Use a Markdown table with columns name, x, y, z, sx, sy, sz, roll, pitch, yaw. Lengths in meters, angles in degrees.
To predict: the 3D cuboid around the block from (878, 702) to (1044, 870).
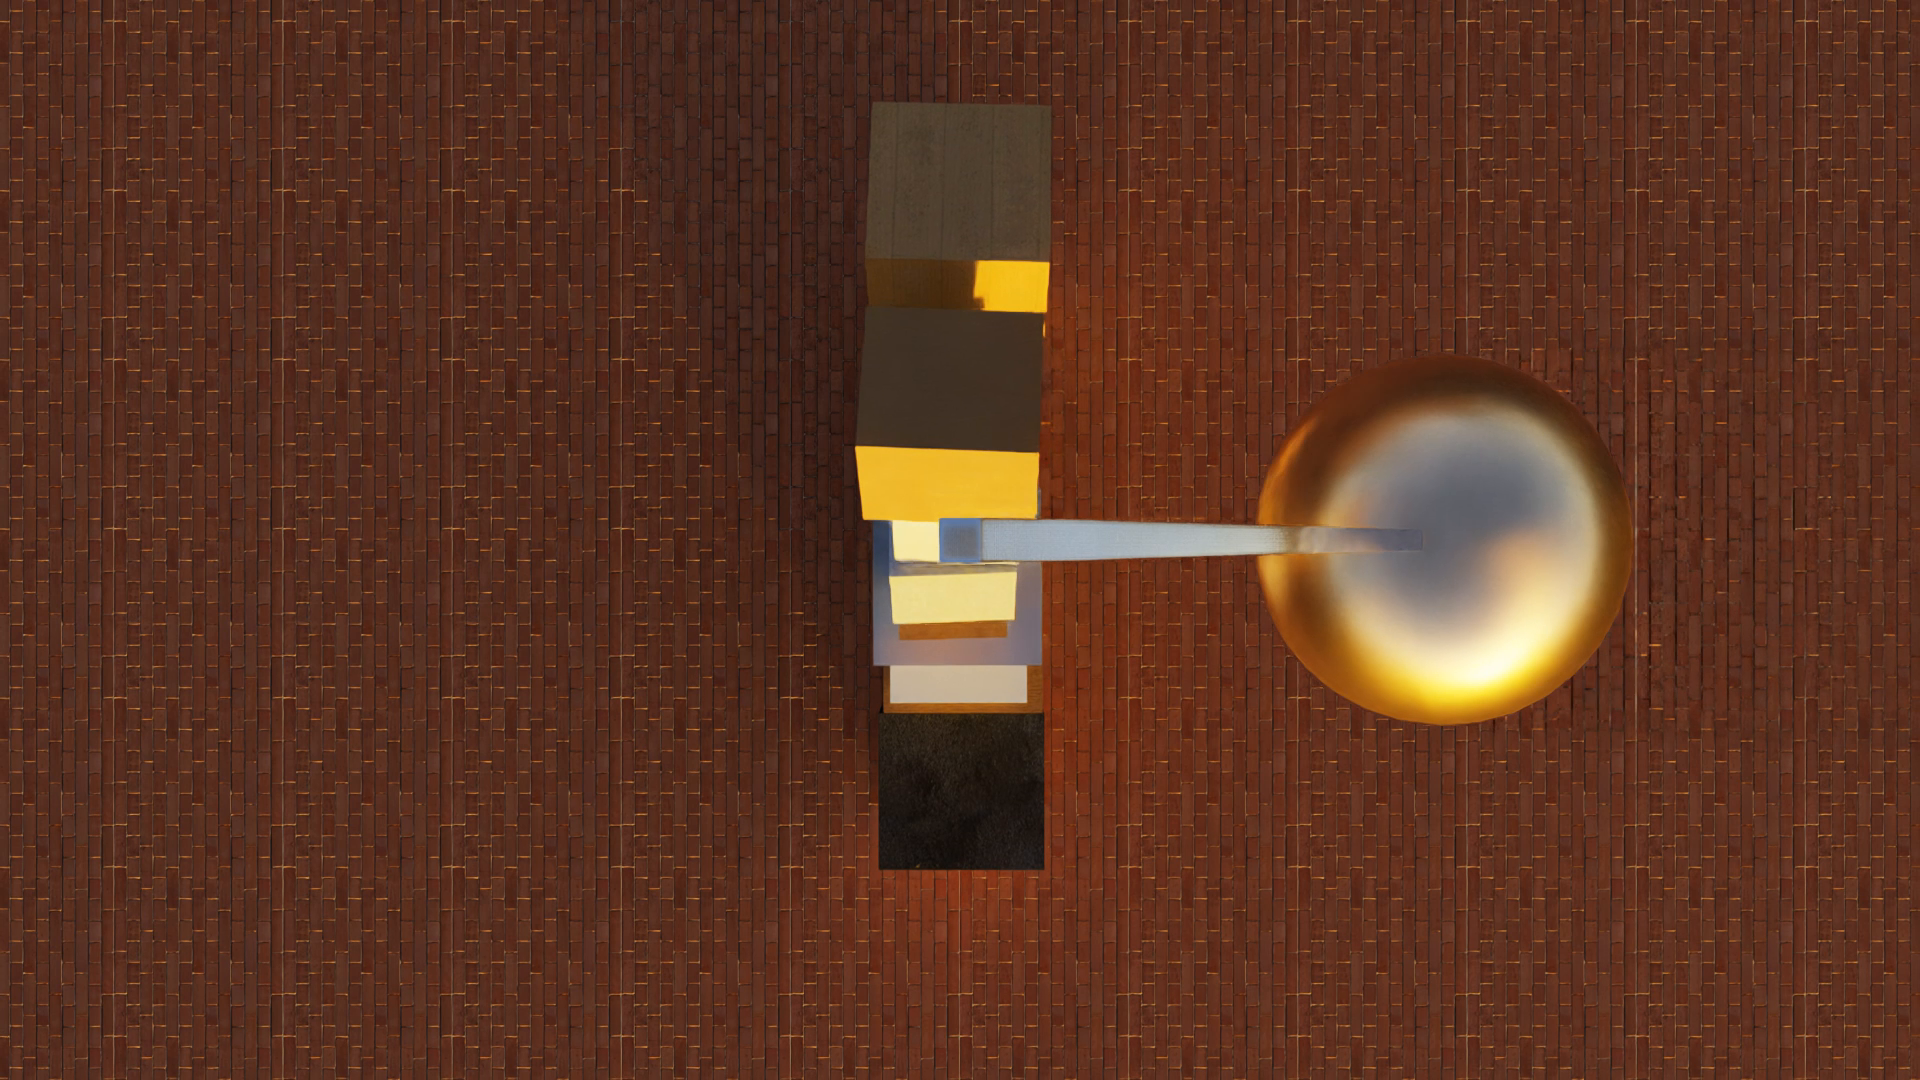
| name | x | y | z | sx | sy | sz | roll | pitch | yaw |
| --- | --- | --- | --- | --- | --- | --- | --- | --- | --- |
| block | 0.008 | 1.285 | 11.704 | 0.850 | 0.869 | 0.804 | 0 | 91 | 0 |

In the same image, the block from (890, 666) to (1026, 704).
| name | x | y | z | sx | sy | sz | roll | pitch | yaw |
| --- | --- | --- | --- | --- | --- | --- | --- | --- | --- |
| block | -0.007 | 0.423 | 10.883 | 0.655 | 0.710 | 0.666 | 0 | 94 | 0 |

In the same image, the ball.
| name | x | y | z | sx | sy | sz | roll | pitch | yaw |
| --- | --- | --- | --- | --- | --- | --- | --- | --- | --- |
| ball | 2.074 | 0.000 | 9.499 | 1.600 | 1.600 | 1.600 | 0 | 90 | 0 |

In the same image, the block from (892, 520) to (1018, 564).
| name | x | y | z | sx | sy | sz | roll | pitch | yaw |
| --- | --- | --- | --- | --- | --- | --- | --- | --- | --- |
| block | -0.006 | -0.209 | 8.623 | 0.492 | 0.487 | 0.432 | 2 | 64 | 1 |

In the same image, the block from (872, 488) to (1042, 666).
| name | x | y | z | sx | sy | sz | roll | pitch | yaw |
| --- | --- | --- | --- | --- | --- | --- | --- | --- | --- |
| block | -0.012 | 0.147 | 10.153 | 0.751 | 0.704 | 0.784 | 0 | 94 | 0 |

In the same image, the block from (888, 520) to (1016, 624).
| name | x | y | z | sx | sy | sz | roll | pitch | yaw |
| --- | --- | --- | --- | --- | --- | --- | --- | --- | --- |
| block | -0.035 | 0.036 | 9.033 | 0.504 | 0.463 | 0.453 | -2 | 64 | -1 |

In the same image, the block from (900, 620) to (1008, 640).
| name | x | y | z | sx | sy | sz | roll | pitch | yaw |
| --- | --- | --- | --- | --- | --- | --- | --- | --- | --- |
| block | -0.034 | 0.181 | 9.571 | 0.460 | 0.462 | 0.449 | -2 | 94 | 0 |

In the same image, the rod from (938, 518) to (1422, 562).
| name | x | y | z | sx | sy | sz | roll | pitch | yaw |
| --- | --- | --- | --- | --- | --- | --- | --- | --- | --- |
| rod | 0.899 | 0.000 | 6.309 | 0.080 | 5.200 | 0.080 | 0 | 90 | 20 |

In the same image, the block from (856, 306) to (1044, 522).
| name | x | y | z | sx | sy | sz | roll | pitch | yaw |
| --- | --- | --- | --- | --- | --- | --- | --- | --- | --- |
| block | -0.028 | -0.451 | 8.130 | 0.647 | 0.602 | 0.572 | 2 | 65 | 2 |

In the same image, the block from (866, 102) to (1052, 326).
| name | x | y | z | sx | sy | sz | roll | pitch | yaw |
| --- | --- | --- | --- | --- | --- | --- | --- | --- | --- |
| block | -0.002 | -1.664 | 11.850 | 0.941 | 1.016 | 0.944 | 1 | 67 | 0 |

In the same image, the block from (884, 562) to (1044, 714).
| name | x | y | z | sx | sy | sz | roll | pitch | yaw |
| --- | --- | --- | --- | --- | --- | --- | --- | --- | --- |
| block | 0.016 | 0.438 | 11.677 | 0.816 | 0.871 | 0.839 | 0 | 94 | 0 |
